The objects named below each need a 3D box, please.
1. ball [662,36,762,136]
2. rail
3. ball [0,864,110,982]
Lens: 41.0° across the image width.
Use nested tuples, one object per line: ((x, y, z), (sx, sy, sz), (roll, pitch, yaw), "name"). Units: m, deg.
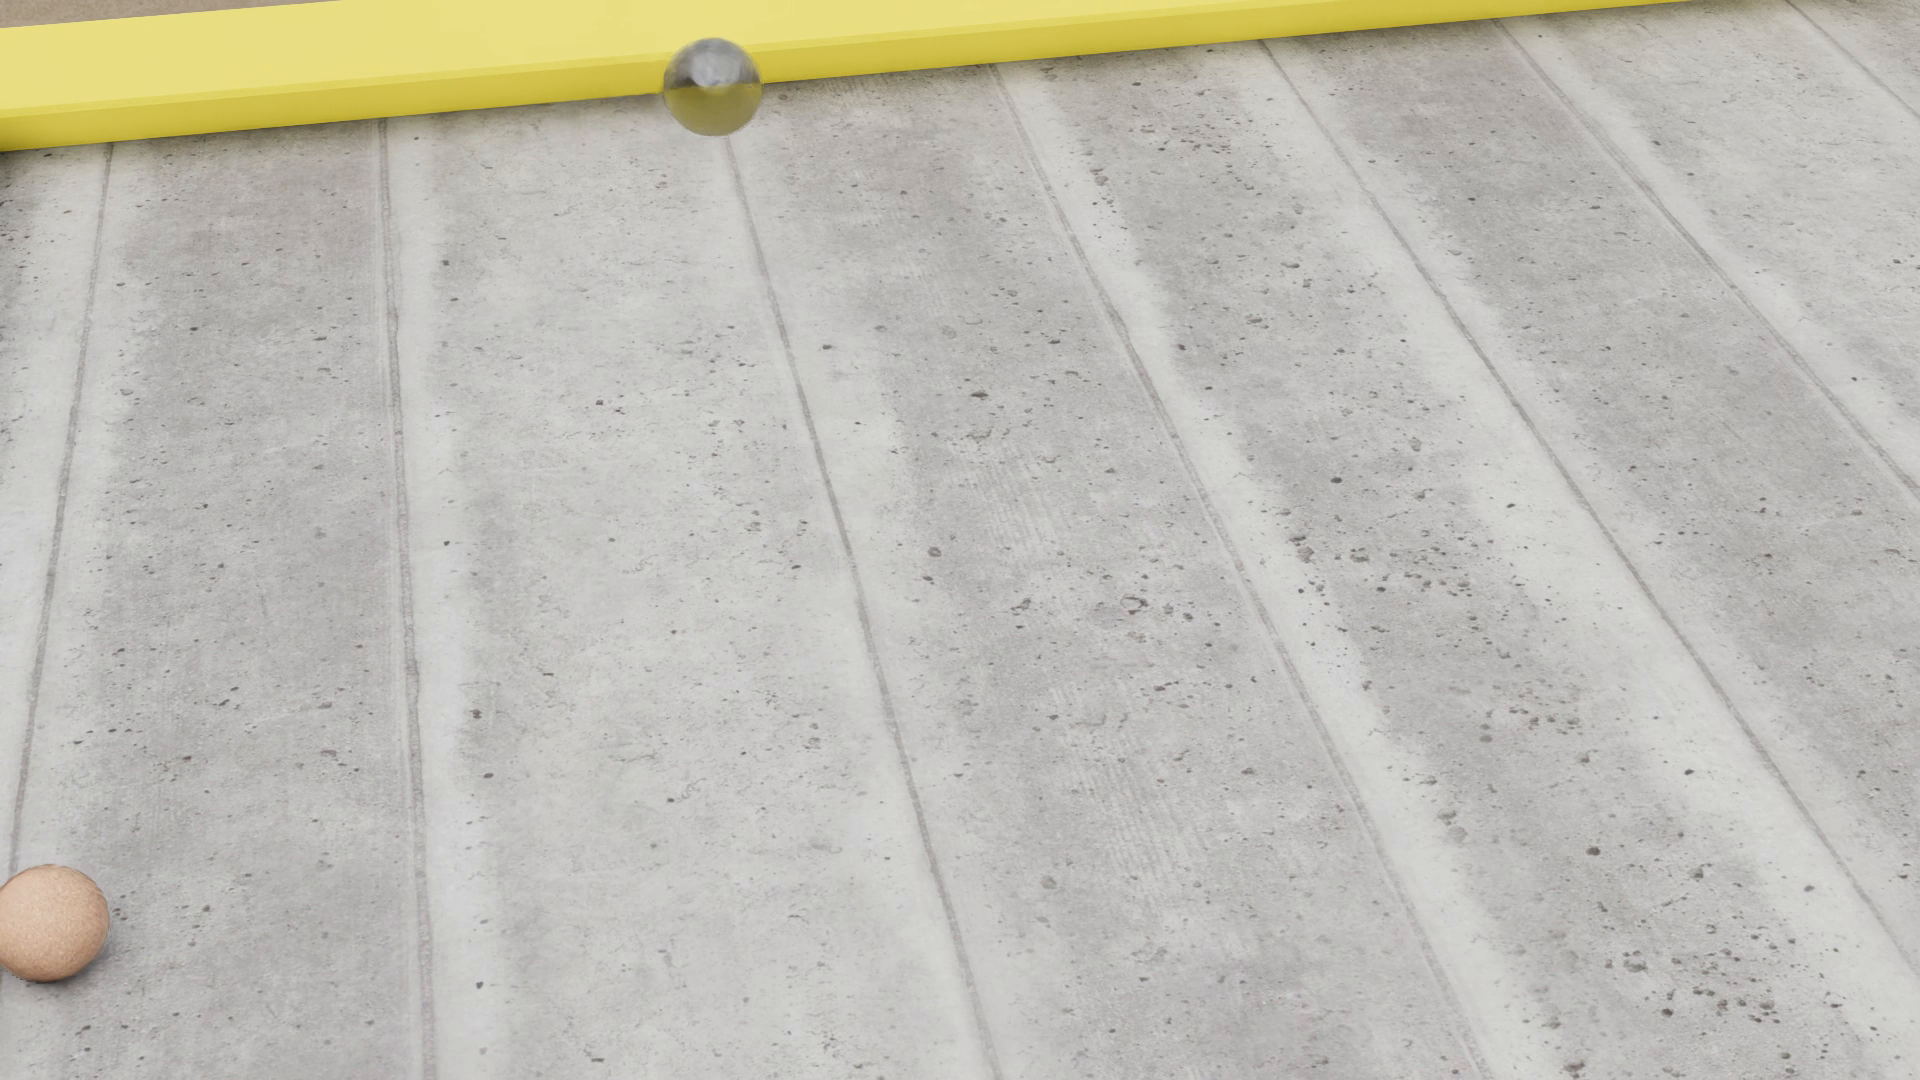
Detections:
((-0.207, -0.378, 2.138), (0.082, 0.082, 0.082), (0, 36, 0), "ball")
((0.537, -0.515, 2.306), (2.797, 0.107, 0.045), (-7, 36, -9), "rail")
((-0.480, 0.202, 1.352), (0.061, 0.061, 0.061), (0, 36, 0), "ball")
